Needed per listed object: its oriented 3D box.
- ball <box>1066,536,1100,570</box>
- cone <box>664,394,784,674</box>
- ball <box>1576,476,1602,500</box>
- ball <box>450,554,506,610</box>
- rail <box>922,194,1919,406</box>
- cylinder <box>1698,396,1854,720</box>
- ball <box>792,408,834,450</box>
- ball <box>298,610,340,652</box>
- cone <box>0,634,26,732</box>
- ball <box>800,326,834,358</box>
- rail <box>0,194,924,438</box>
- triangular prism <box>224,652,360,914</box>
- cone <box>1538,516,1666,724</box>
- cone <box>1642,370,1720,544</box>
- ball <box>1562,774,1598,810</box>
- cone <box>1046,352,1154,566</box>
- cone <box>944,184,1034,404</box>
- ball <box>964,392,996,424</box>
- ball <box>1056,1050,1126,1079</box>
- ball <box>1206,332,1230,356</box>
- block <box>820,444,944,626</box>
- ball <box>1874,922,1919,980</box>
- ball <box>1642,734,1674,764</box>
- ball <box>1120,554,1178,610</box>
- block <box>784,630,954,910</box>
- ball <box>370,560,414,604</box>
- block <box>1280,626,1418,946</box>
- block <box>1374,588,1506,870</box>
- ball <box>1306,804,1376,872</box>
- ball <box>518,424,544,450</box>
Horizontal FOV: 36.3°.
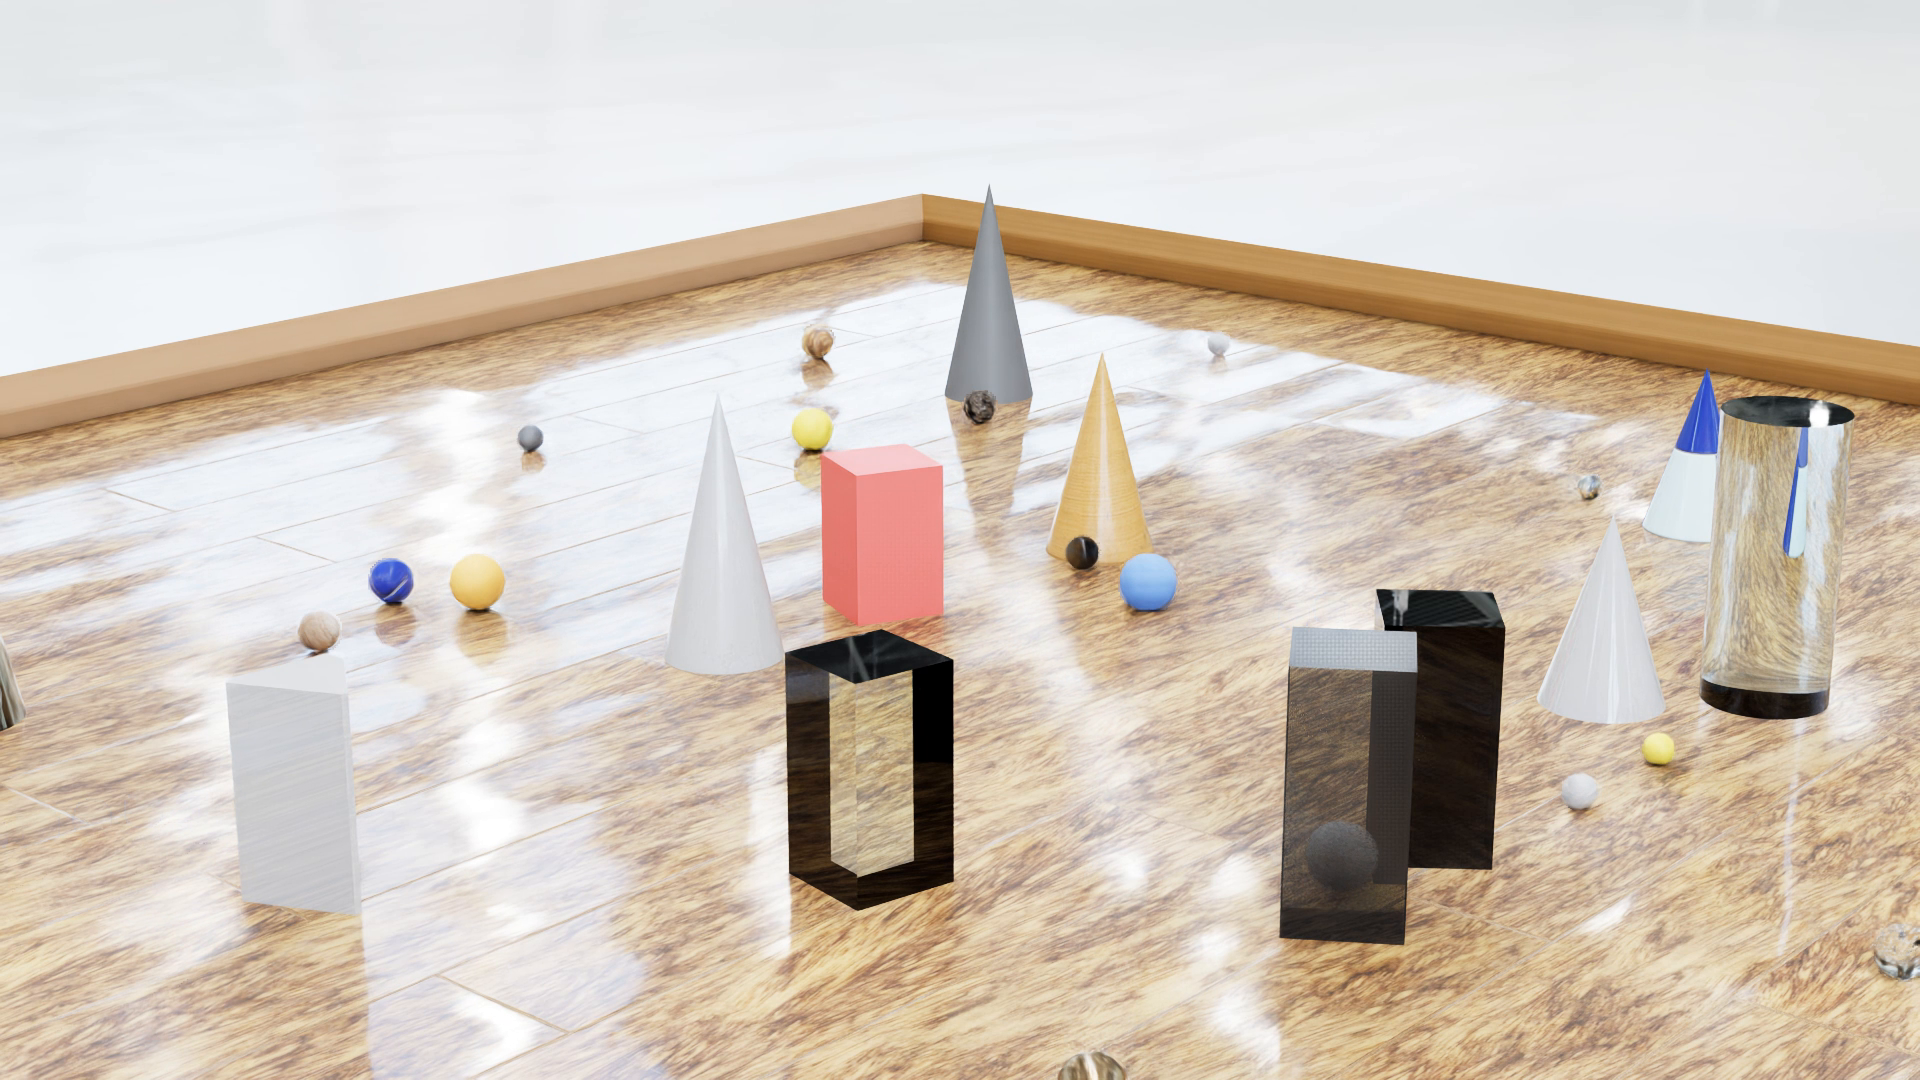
[{"bbox_3d":[0.221,0.023,5.274,0.061,0.061,0.061,0,17,0],"label":"ball"},{"bbox_3d":[-0.388,-0.026,4.763,0.199,0.448,0.199,0,17,0],"label":"cone"},{"bbox_3d":[1.225,-0.102,5.711,0.047,0.047,0.047,0,17,0],"label":"ball"},{"bbox_3d":[-0.831,0.073,5.050,0.094,0.094,0.094,0,17,0],"label":"ball"},{"bbox_3d":[1.559,-0.486,6.839,4.455,0.129,0.045,14,22,39],"label":"rail"},{"bbox_3d":[1.268,0.026,4.560,0.199,0.466,0.199,0,17,0],"label":"cylinder"},{"bbox_3d":[-0.305,-0.229,6.065,0.086,0.086,0.086,0,17,0],"label":"ball"},{"bbox_3d":[-1.058,0.150,4.841,0.068,0.068,0.068,0,17,0],"label":"ball"},{"bbox_3d":[-1.548,0.039,4.466,0.199,0.496,0.199,0,17,0],"label":"cone"},{"bbox_3d":[-0.334,-0.464,6.862,0.076,0.076,0.076,0,17,0],"label":"ball"},{"bbox_3d":[-1.664,-0.384,6.503,0.045,0.129,4.804,14,22,39],"label":"rail"},{"bbox_3d":[-0.847,0.315,3.878,0.172,0.306,0.149,5,17,16],"label":"triangular prism"},{"bbox_3d":[1.008,0.107,4.567,0.199,0.307,0.199,0,17,0],"label":"cone"},{"bbox_3d":[1.388,-0.172,5.486,0.199,0.311,0.199,0,17,0],"label":"cone"},{"bbox_3d":[0.885,0.358,4.178,0.051,0.051,0.051,0,17,0],"label":"ball"},{"bbox_3d":[0.257,-0.163,5.340,0.199,0.377,0.199,0,17,0],"label":"cone"},{"bbox_3d":[0.064,-0.554,6.469,0.199,0.476,0.199,0,17,0],"label":"cone"},{"bbox_3d":[0.042,-0.284,6.281,0.067,0.067,0.067,0,17,0],"label":"ball"},{"bbox_3d":[0.148,0.613,3.281,0.081,0.081,0.081,0,17,0],"label":"ball"},{"bbox_3d":[0.607,-0.461,6.893,0.053,0.053,0.053,0,17,0],"label":"ball"},{"bbox_3d":[-0.134,-0.011,5.032,0.159,0.265,0.159,-8,18,-24],"label":"block"},{"bbox_3d":[1.170,0.510,3.640,0.069,0.069,0.069,0,17,0],"label":"ball"},{"bbox_3d":[1.034,0.310,4.345,0.047,0.047,0.047,0,17,0],"label":"ball"},{"bbox_3d":[0.324,0.072,5.043,0.099,0.099,0.099,0,17,0],"label":"ball"},{"bbox_3d":[-0.120,0.303,3.901,0.159,0.315,0.159,-13,21,-36],"label":"block"},{"bbox_3d":[-0.985,0.071,5.085,0.076,0.076,0.076,0,17,0],"label":"ball"},{"bbox_3d":[0.499,0.315,3.771,0.159,0.369,0.159,2,17,8],"label":"block"},{"bbox_3d":[0.646,0.257,4.002,0.159,0.346,0.159,1,17,4],"label":"block"},{"bbox_3d":[0.515,0.402,3.960,0.093,0.093,0.093,0,17,0],"label":"ball"},{"bbox_3d":[-0.888,-0.212,6.064,0.054,0.054,0.054,0,17,0],"label":"ball"}]
